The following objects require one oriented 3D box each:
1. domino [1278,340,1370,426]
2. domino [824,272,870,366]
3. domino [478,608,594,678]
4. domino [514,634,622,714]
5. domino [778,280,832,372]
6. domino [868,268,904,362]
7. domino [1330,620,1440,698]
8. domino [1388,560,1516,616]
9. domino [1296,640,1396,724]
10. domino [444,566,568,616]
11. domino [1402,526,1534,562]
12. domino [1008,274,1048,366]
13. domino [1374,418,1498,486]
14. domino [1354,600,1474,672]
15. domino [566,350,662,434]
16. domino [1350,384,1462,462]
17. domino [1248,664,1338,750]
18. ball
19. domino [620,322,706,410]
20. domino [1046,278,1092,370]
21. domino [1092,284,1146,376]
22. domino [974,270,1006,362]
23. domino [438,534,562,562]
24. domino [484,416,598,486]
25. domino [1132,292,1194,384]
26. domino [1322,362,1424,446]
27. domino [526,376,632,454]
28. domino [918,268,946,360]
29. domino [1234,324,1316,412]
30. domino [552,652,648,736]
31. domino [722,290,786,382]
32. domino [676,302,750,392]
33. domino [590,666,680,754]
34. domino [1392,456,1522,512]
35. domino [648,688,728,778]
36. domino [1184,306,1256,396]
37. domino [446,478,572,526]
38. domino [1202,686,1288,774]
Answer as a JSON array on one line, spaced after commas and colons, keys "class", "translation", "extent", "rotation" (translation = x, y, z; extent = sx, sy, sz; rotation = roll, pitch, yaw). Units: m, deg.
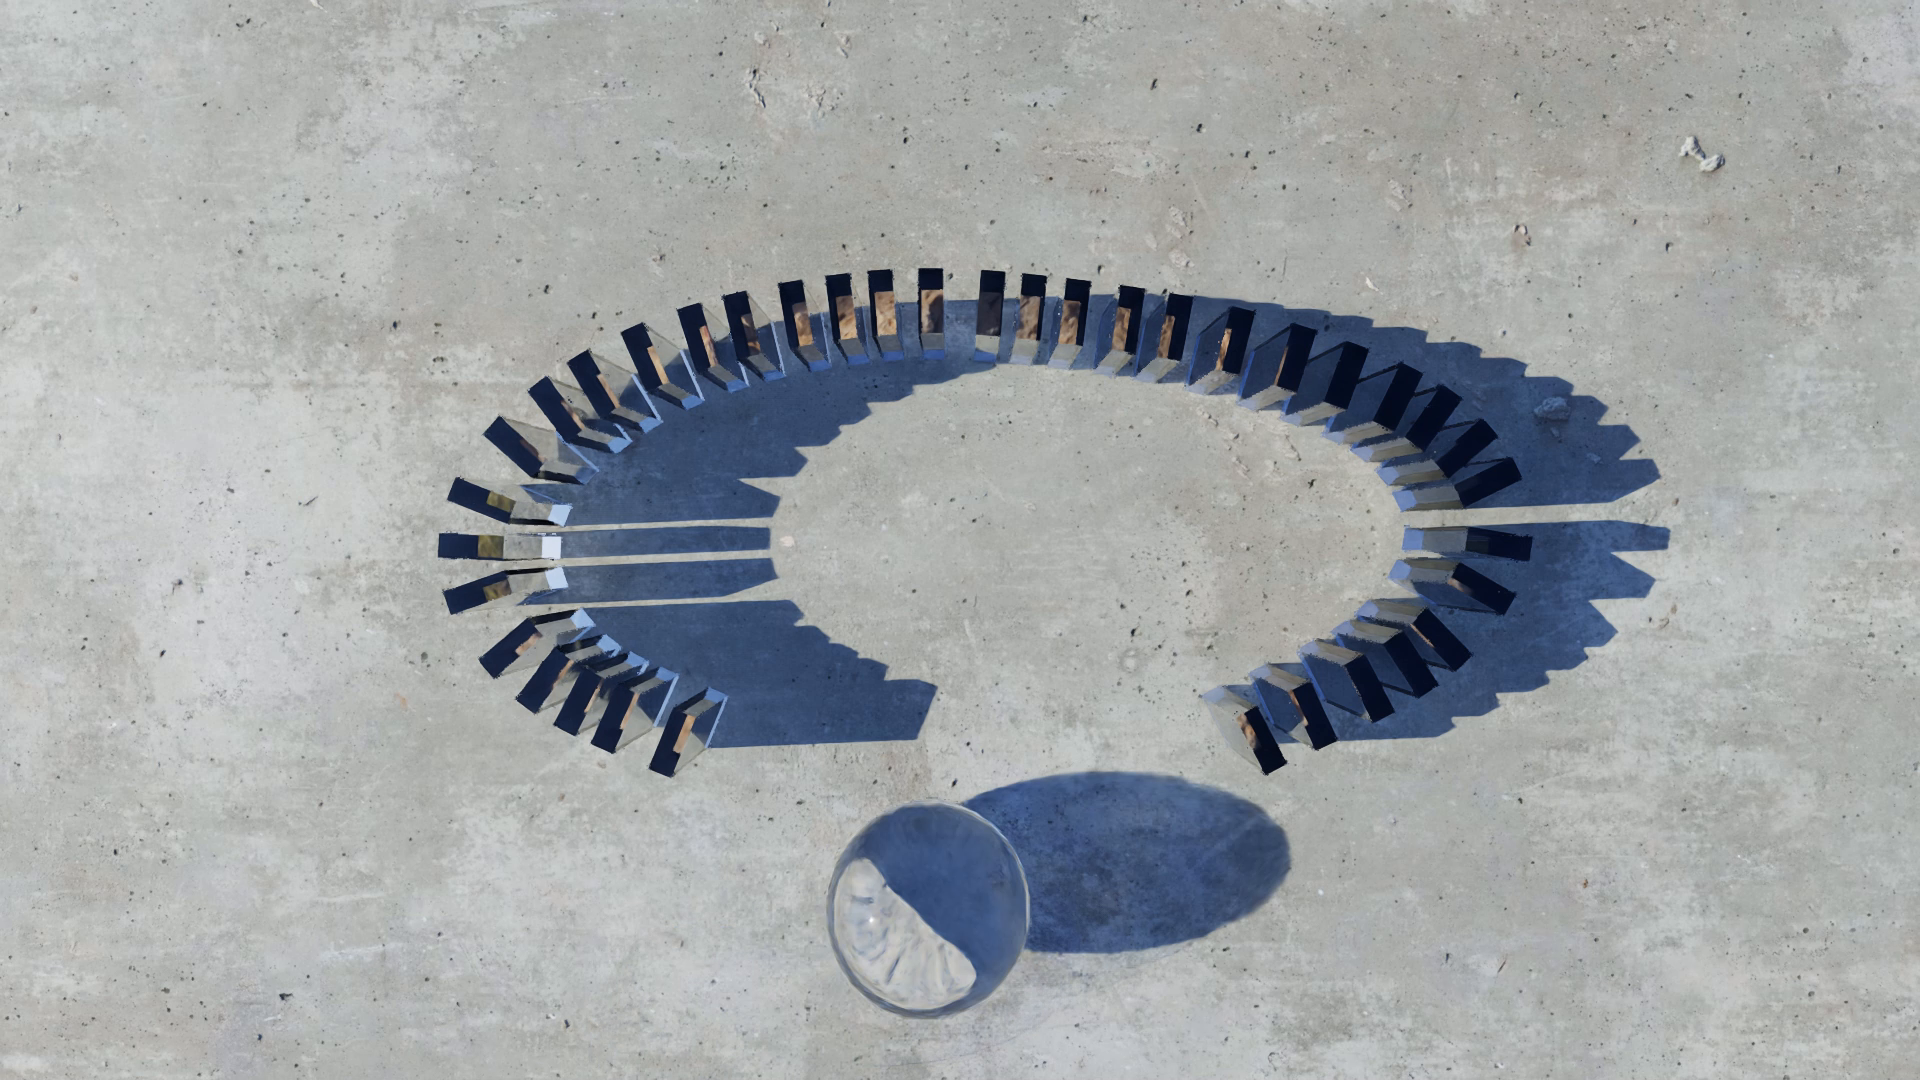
[{"class": "domino", "translation": [0.148, -0.063, 0.375], "extent": [0.010, 0.050, 0.025], "rotation": [20, 90, 0]}, {"class": "domino", "translation": [-0.045, -0.089, 0.375], "extent": [0.010, 0.050, 0.025], "rotation": [-7, 90, 0]}, {"class": "domino", "translation": [-0.172, 0.041, 0.375], "extent": [0.025, 0.050, 0.009], "rotation": [-40, 90, 0]}, {"class": "domino", "translation": [-0.159, 0.054, 0.375], "extent": [0.009, 0.050, 0.025], "rotation": [37, 90, 0]}, {"class": "domino", "translation": [-0.063, -0.086, 0.375], "extent": [0.009, 0.050, 0.025], "rotation": [-10, 90, 0]}, {"class": "domino", "translation": [-0.030, -0.091, 0.375], "extent": [0.009, 0.050, 0.025], "rotation": [-4, 90, 0]}, {"class": "domino", "translation": [0.172, 0.048, 0.375], "extent": [0.010, 0.050, 0.025], "rotation": [-33, 90, 0]}, {"class": "domino", "translation": [0.199, 0.019, 0.375], "extent": [0.025, 0.050, 0.010], "rotation": [30, 90, 0]}, {"class": "domino", "translation": [0.156, 0.057, 0.375], "extent": [0.010, 0.050, 0.025], "rotation": [-28, 90, 0]}, {"class": "domino", "translation": [-0.184, 0.020, 0.375], "extent": [0.025, 0.050, 0.009], "rotation": [-19, 90, 0]}, {"class": "domino", "translation": [0.206, 0.002, 0.375], "extent": [0.025, 0.050, 0.010], "rotation": [9, 90, 0]}, {"class": "domino", "translation": [0.027, -0.089, 0.375], "extent": [0.009, 0.050, 0.025], "rotation": [6, 90, 0]}, {"class": "domino", "translation": [0.193, -0.035, 0.375], "extent": [0.025, 0.050, 0.010], "rotation": [-40, 90, 0]}, {"class": "domino", "translation": [0.184, 0.038, 0.375], "extent": [0.009, 0.050, 0.025], "rotation": [-44, 90, 0]}, {"class": "domino", "translation": [-0.140, -0.060, 0.375], "extent": [0.010, 0.050, 0.025], "rotation": [-31, 90, 0]}, {"class": "domino", "translation": [0.181, -0.047, 0.375], "extent": [0.009, 0.050, 0.025], "rotation": [36, 90, 0]}, {"class": "domino", "translation": [0.135, 0.067, 0.375], "extent": [0.010, 0.050, 0.025], "rotation": [-25, 90, 0]}, {"class": "ball", "translation": [-0.012, 0.144, 0.360], "extent": [0.080, 0.080, 0.080], "rotation": [0, 90, 0]}, {"class": "domino", "translation": [-0.121, -0.070, 0.375], "extent": [0.010, 0.050, 0.025], "rotation": [-24, 90, 0]}, {"class": "domino", "translation": [0.044, -0.087, 0.375], "extent": [0.009, 0.050, 0.025], "rotation": [7, 90, 0]}, {"class": "domino", "translation": [0.064, -0.084, 0.375], "extent": [0.010, 0.050, 0.025], "rotation": [9, 90, 0]}, {"class": "domino", "translation": [0.012, -0.090, 0.375], "extent": [0.010, 0.050, 0.025], "rotation": [4, 90, 0]}, {"class": "domino", "translation": [-0.187, 0.003, 0.375], "extent": [0.025, 0.050, 0.009], "rotation": [3, 90, 0]}, {"class": "domino", "translation": [-0.170, -0.036, 0.375], "extent": [0.025, 0.050, 0.010], "rotation": [42, 90, 0]}, {"class": "domino", "translation": [0.082, -0.081, 0.375], "extent": [0.010, 0.050, 0.025], "rotation": [11, 90, 0]}, {"class": "domino", "translation": [0.167, -0.055, 0.375], "extent": [0.010, 0.050, 0.025], "rotation": [26, 90, 0]}, {"class": "domino", "translation": [-0.154, -0.050, 0.375], "extent": [0.009, 0.050, 0.025], "rotation": [-37, 90, 0]}, {"class": "domino", "translation": [-0.011, -0.091, 0.375], "extent": [0.009, 0.050, 0.025], "rotation": [0, 90, 0]}, {"class": "domino", "translation": [0.128, -0.070, 0.375], "extent": [0.009, 0.050, 0.025], "rotation": [18, 90, 0]}, {"class": "domino", "translation": [-0.146, 0.062, 0.375], "extent": [0.010, 0.050, 0.025], "rotation": [28, 90, 0]}, {"class": "domino", "translation": [-0.083, -0.082, 0.375], "extent": [0.009, 0.050, 0.025], "rotation": [-14, 90, 0]}, {"class": "domino", "translation": [-0.100, -0.078, 0.375], "extent": [0.010, 0.050, 0.025], "rotation": [-17, 90, 0]}, {"class": "domino", "translation": [-0.132, 0.068, 0.375], "extent": [0.009, 0.050, 0.025], "rotation": [24, 90, 0]}, {"class": "domino", "translation": [0.202, -0.022, 0.375], "extent": [0.025, 0.050, 0.010], "rotation": [-26, 90, 0]}, {"class": "domino", "translation": [-0.110, 0.078, 0.375], "extent": [0.009, 0.050, 0.025], "rotation": [22, 90, 0]}, {"class": "domino", "translation": [0.105, -0.076, 0.375], "extent": [0.009, 0.050, 0.025], "rotation": [14, 90, 0]}, {"class": "domino", "translation": [-0.183, -0.015, 0.375], "extent": [0.025, 0.050, 0.009], "rotation": [22, 90, 0]}, {"class": "domino", "translation": [0.115, 0.077, 0.375], "extent": [0.009, 0.050, 0.025], "rotation": [-28, 90, 0]}]
